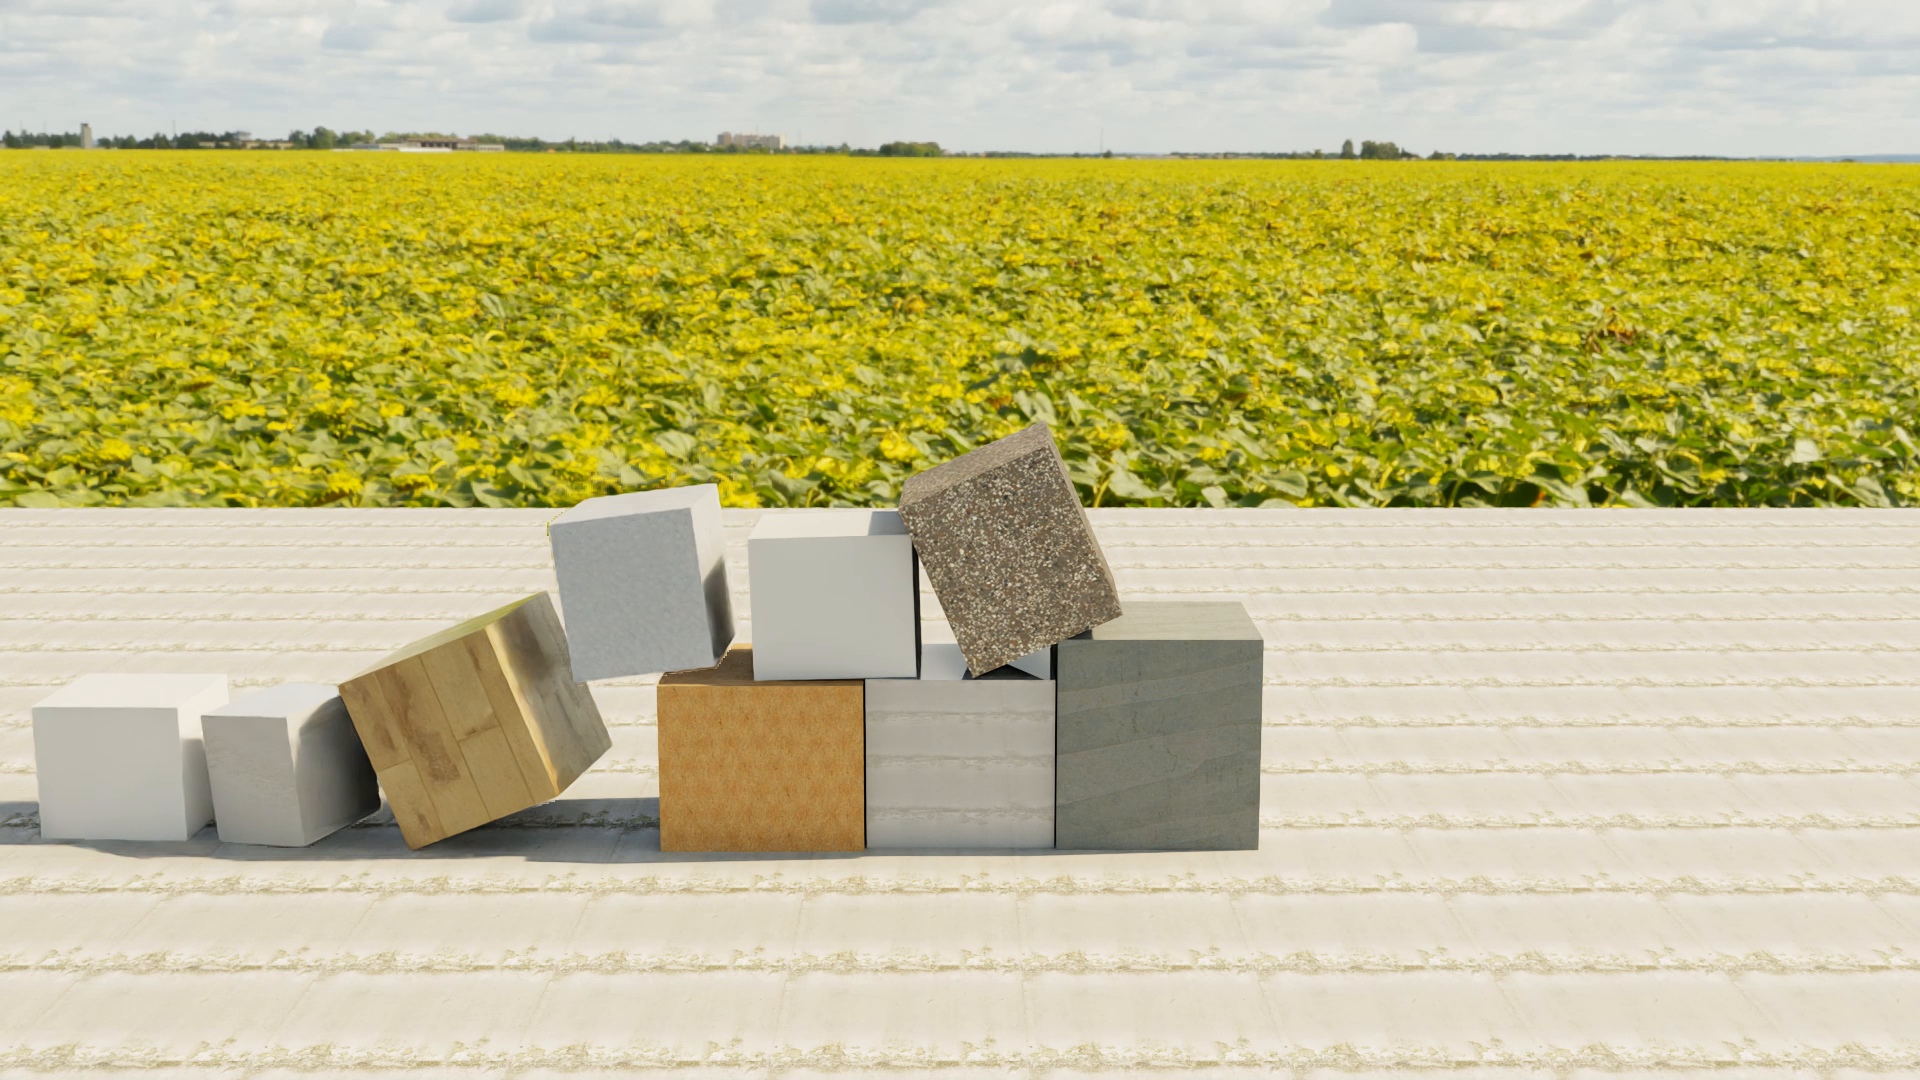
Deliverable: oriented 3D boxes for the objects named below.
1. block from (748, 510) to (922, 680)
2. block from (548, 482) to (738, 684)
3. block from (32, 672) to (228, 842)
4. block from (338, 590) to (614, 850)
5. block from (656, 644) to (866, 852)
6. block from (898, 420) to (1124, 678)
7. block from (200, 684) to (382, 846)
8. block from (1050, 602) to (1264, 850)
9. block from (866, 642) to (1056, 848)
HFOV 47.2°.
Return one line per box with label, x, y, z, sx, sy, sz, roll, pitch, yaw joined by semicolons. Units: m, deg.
block;-0.624;0.273;11.228;0.808;0.720;0.717;-1;10;2
block;-1.605;0.205;11.297;0.713;0.806;0.856;-7;9;4
block;-4.287;1.119;11.448;0.744;0.700;0.696;0;11;1
block;-2.472;0.910;11.331;0.836;0.907;0.945;-21;7;11
block;-0.988;1.055;11.383;1.018;0.851;0.942;0;10;0
block;0.255;0.026;11.154;0.800;0.920;0.867;-23;10;5
block;-3.418;1.140;11.257;0.543;0.666;0.609;-1;11;23
block;0.989;0.941;11.370;1.014;1.081;0.913;0;10;0
block;0.002;1.048;11.379;0.942;0.867;0.822;0;10;0
